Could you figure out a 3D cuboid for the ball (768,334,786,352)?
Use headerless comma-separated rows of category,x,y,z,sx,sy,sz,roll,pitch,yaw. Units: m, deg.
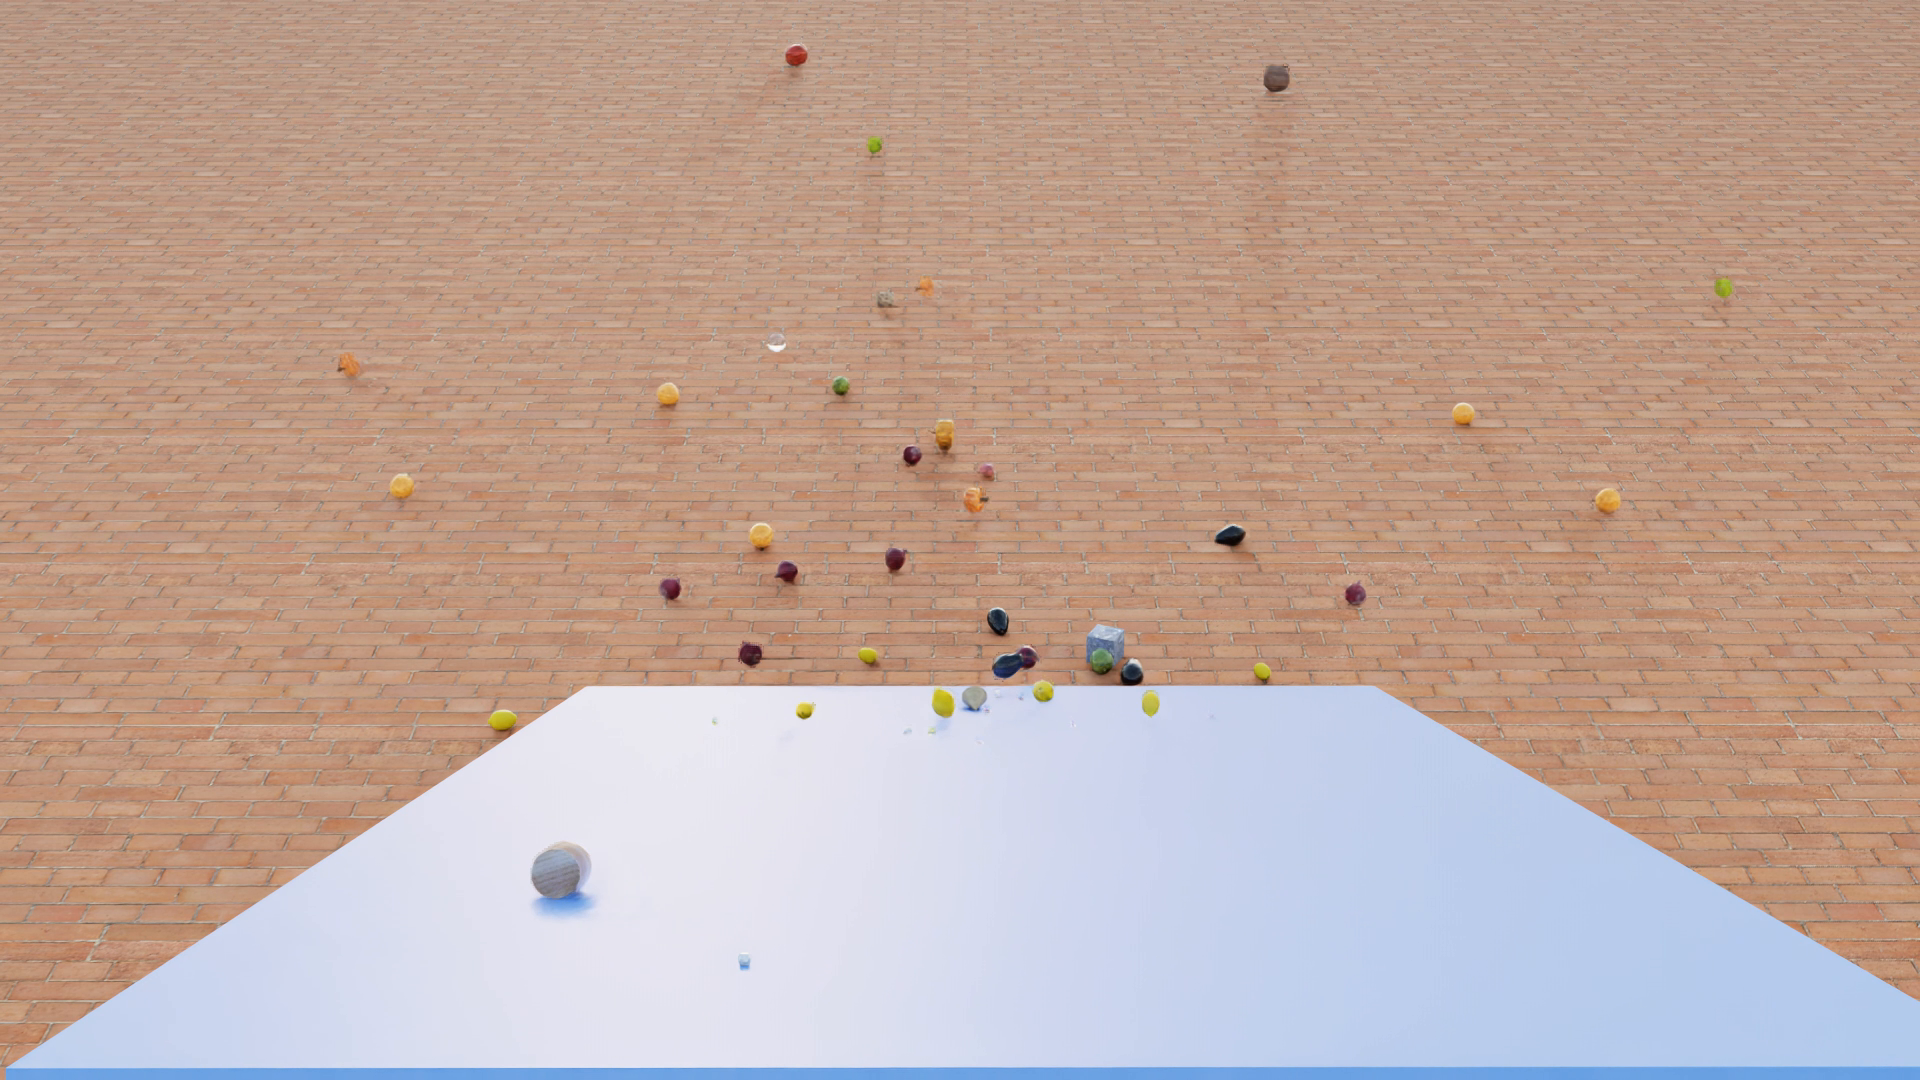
ball,-0.649,-0.699,9.110,0.065,0.065,0.065,0,24,0

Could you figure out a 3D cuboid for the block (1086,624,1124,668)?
block,0.388,0.282,6.875,0.078,0.078,0.078,10,26,22

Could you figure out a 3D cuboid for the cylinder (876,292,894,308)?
cylinder,-0.278,-0.892,9.546,0.059,0.059,0.059,-4,24,-9

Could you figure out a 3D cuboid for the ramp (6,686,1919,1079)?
ramp,0.055,0.496,4.544,2.000,0.100,4.000,0,2,0

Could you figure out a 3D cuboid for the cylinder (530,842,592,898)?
cylinder,-0.544,0.451,3.518,0.068,0.068,0.068,2,2,5
